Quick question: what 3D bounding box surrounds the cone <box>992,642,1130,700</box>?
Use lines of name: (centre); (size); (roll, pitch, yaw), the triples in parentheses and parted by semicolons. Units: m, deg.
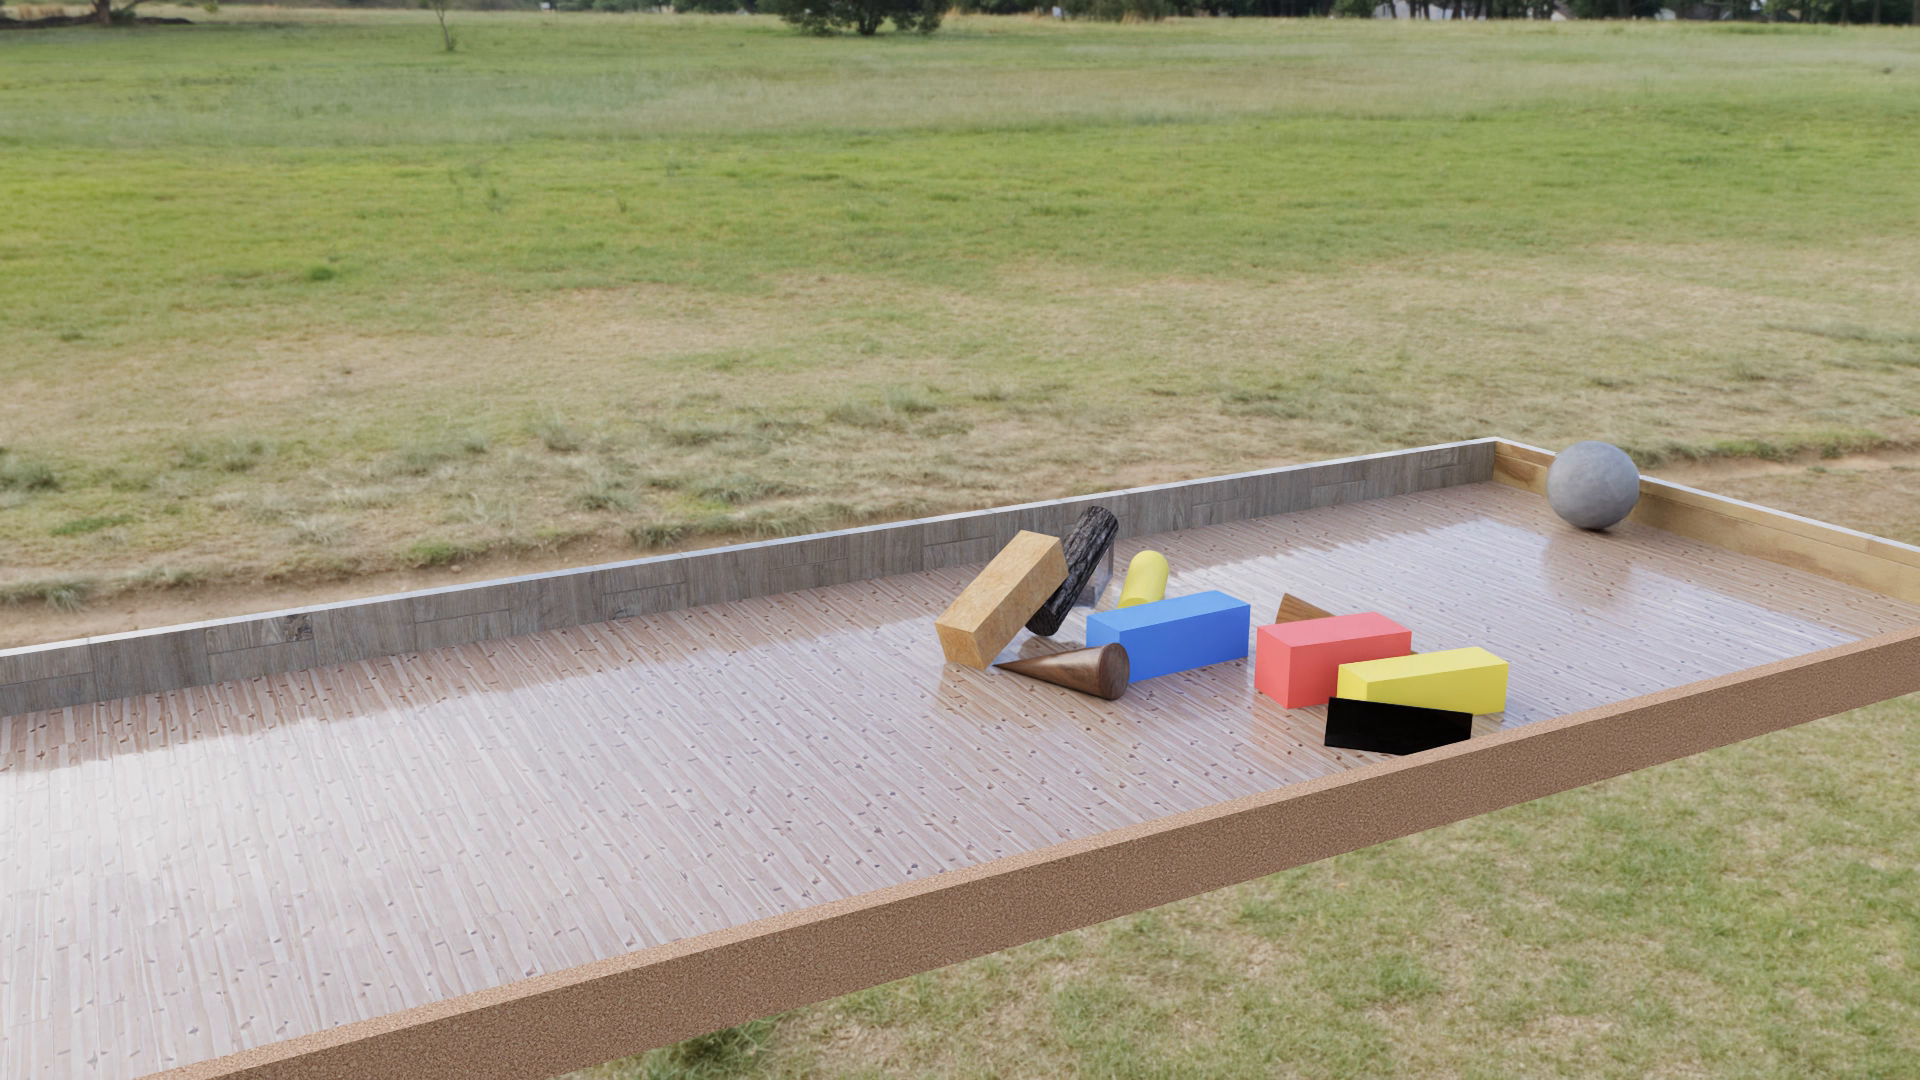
cone: (0.228, 0.322, 4.139); (0.378, 0.140, 0.140); (-1, 13, 38)

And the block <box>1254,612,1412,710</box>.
block: (0.919, 0.294, 4.072); (0.338, 0.159, 0.159); (-6, 17, -19)

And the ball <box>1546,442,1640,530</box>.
ball: (2.093, -0.181, 5.453); (0.292, 0.292, 0.292); (0, 16, 0)

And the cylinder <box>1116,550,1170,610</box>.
cylinder: (0.516, 0.148, 4.645); (0.116, 0.116, 0.446); (3, 17, 10)

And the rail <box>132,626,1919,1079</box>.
rail: (-2.336, 1.006, 1.665); (12.000, 0.150, 0.050); (-9, 18, -27)

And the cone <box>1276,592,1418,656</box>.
cone: (1.040, 0.258, 4.355); (0.405, 0.138, 0.138); (15, 20, 16)

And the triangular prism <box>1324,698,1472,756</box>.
triangular prism: (0.996, 0.420, 3.746); (0.315, 0.096, 0.111); (5, 17, 18)

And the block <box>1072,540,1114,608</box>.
block: (0.366, 0.092, 4.837); (0.117, 0.117, 0.326); (4, 17, 14)

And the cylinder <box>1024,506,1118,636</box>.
cylinder: (0.306, 0.082, 4.578); (0.117, 0.117, 0.434); (9, 42, 27)

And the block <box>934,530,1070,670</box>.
block: (0.115, 0.153, 4.343); (0.126, 0.126, 0.411); (13, 44, 36)

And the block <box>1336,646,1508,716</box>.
block: (1.103, 0.353, 3.936); (0.388, 0.123, 0.123); (-6, 17, -18)

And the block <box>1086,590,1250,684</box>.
block: (0.538, 0.248, 4.257); (0.416, 0.143, 0.143); (-9, 19, -29)

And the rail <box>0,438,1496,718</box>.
rail: (-3.305, 0.497, 3.399); (12.000, 0.150, 0.050); (-9, 18, -27)

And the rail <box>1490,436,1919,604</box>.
rail: (2.466, -0.048, 5.253); (0.050, 0.150, 2.100); (-9, 18, -27)
